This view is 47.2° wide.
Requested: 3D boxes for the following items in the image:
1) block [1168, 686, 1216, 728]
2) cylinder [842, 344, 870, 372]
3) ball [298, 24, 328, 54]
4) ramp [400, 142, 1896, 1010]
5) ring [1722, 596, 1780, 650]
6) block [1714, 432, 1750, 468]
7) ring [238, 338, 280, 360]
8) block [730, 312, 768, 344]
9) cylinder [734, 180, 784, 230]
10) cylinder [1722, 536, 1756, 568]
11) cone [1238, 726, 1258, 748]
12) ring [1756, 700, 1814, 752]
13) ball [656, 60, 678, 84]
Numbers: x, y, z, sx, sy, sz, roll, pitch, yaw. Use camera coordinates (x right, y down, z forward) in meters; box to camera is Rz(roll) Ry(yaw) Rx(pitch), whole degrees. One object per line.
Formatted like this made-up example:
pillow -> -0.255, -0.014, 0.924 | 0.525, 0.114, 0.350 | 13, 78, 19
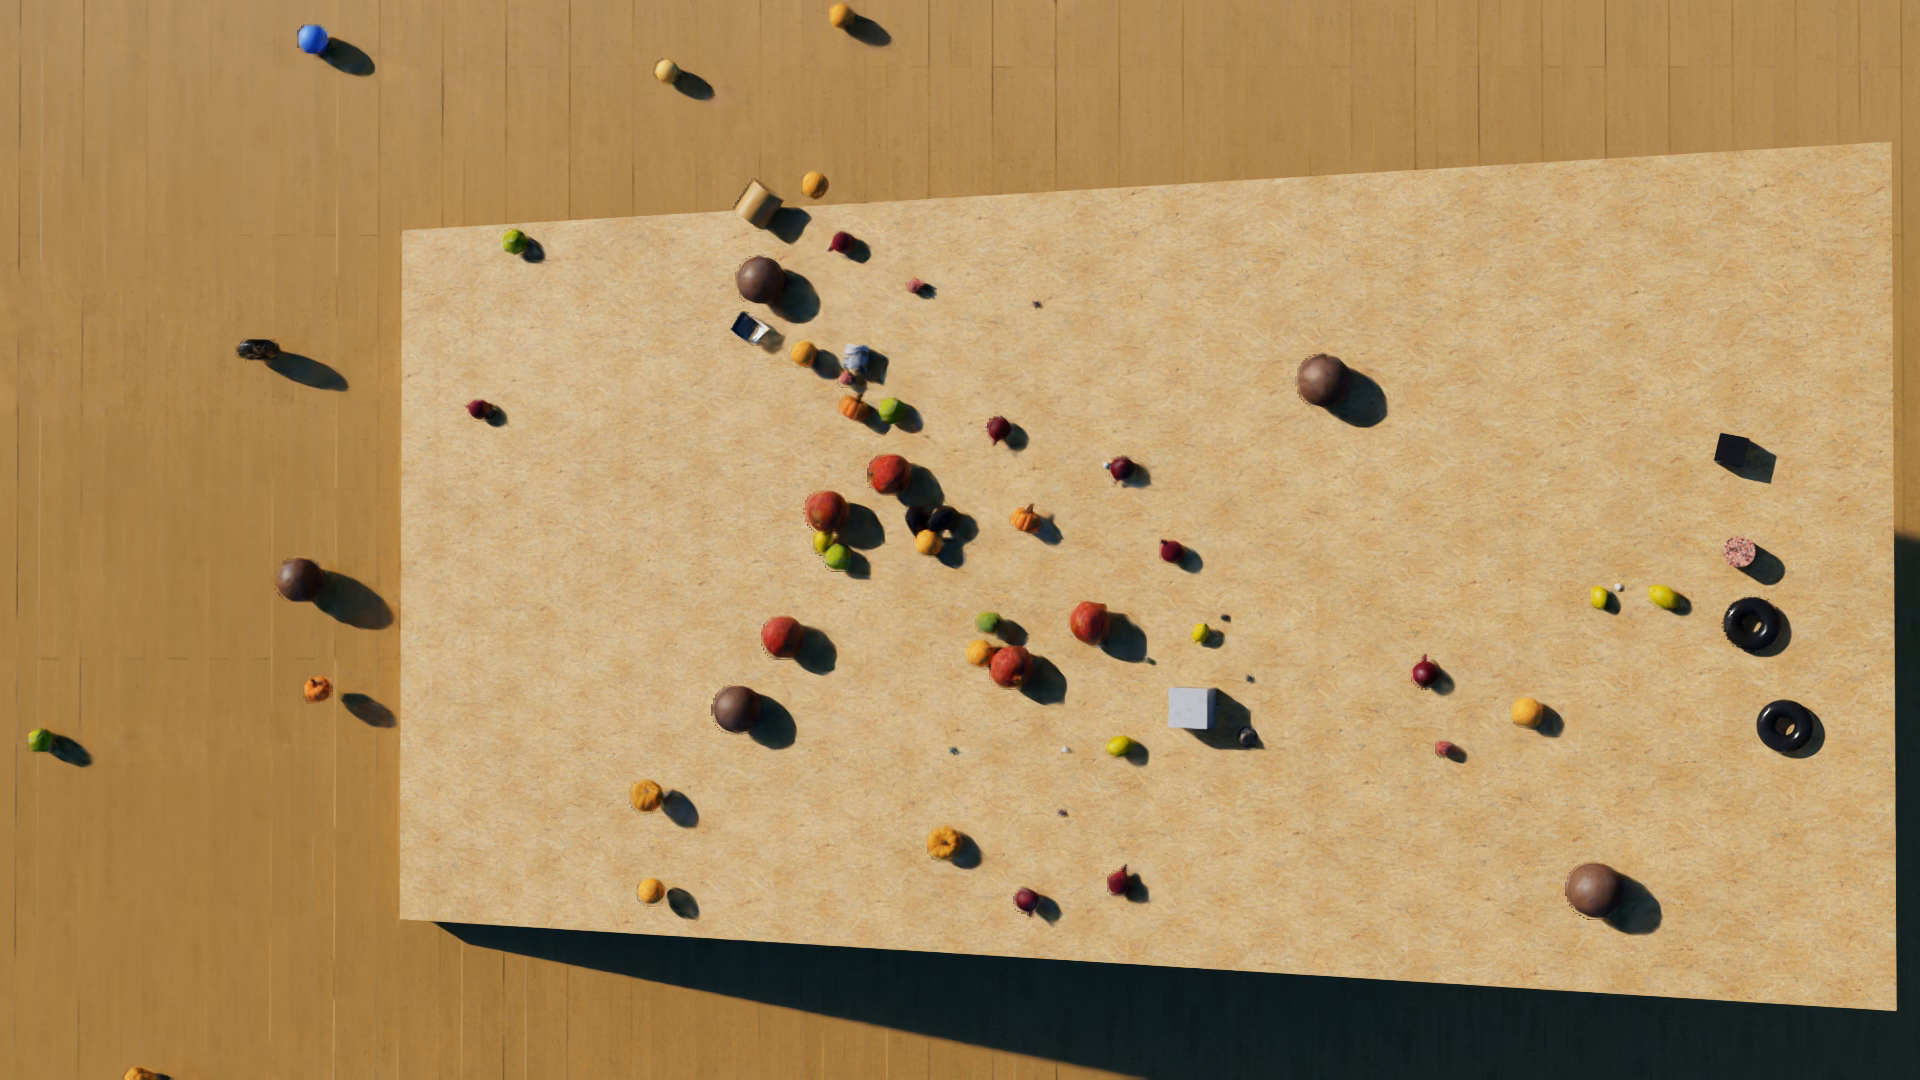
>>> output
block -> 0.586, 0.422, 5.553 | 0.099, 0.099, 0.099 | 1, 89, 19
cylinder -> -0.278, -0.488, 5.886 | 0.065, 0.065, 0.065 | 8, 92, 0
ball -> -1.900, -1.470, 6.460 | 0.085, 0.085, 0.085 | 0, 89, 0
ramp -> 0.279, 0.091, 5.771 | 4.000, 0.100, 2.000 | 0, 89, 19
ring -> 1.851, 0.196, 5.142 | 0.127, 0.042, 0.127 | 0, 89, 18
block -> 1.807, -0.210, 5.150 | 0.066, 0.066, 0.066 | 13, 94, 19
ring -> -2.050, -0.558, 6.429 | 0.121, 0.121, 0.040 | -7, 81, 0
block -> -0.575, -0.579, 5.996 | 0.061, 0.061, 0.061 | 38, 101, 16
cylinder -> -0.545, -0.910, 5.968 | 0.098, 0.098, 0.098 | 36, 102, 0
cylinder -> 1.820, 0.028, 5.139 | 0.072, 0.072, 0.072 | 0, 89, 19
cone -> 0.718, 0.497, 5.530 | 0.054, 0.054, 0.054 | 0, 89, 19
ring -> 1.918, 0.433, 5.116 | 0.125, 0.042, 0.125 | 0, 89, 21
ball -> -0.861, -1.377, 6.468 | 0.068, 0.068, 0.068 | 0, 89, 0
